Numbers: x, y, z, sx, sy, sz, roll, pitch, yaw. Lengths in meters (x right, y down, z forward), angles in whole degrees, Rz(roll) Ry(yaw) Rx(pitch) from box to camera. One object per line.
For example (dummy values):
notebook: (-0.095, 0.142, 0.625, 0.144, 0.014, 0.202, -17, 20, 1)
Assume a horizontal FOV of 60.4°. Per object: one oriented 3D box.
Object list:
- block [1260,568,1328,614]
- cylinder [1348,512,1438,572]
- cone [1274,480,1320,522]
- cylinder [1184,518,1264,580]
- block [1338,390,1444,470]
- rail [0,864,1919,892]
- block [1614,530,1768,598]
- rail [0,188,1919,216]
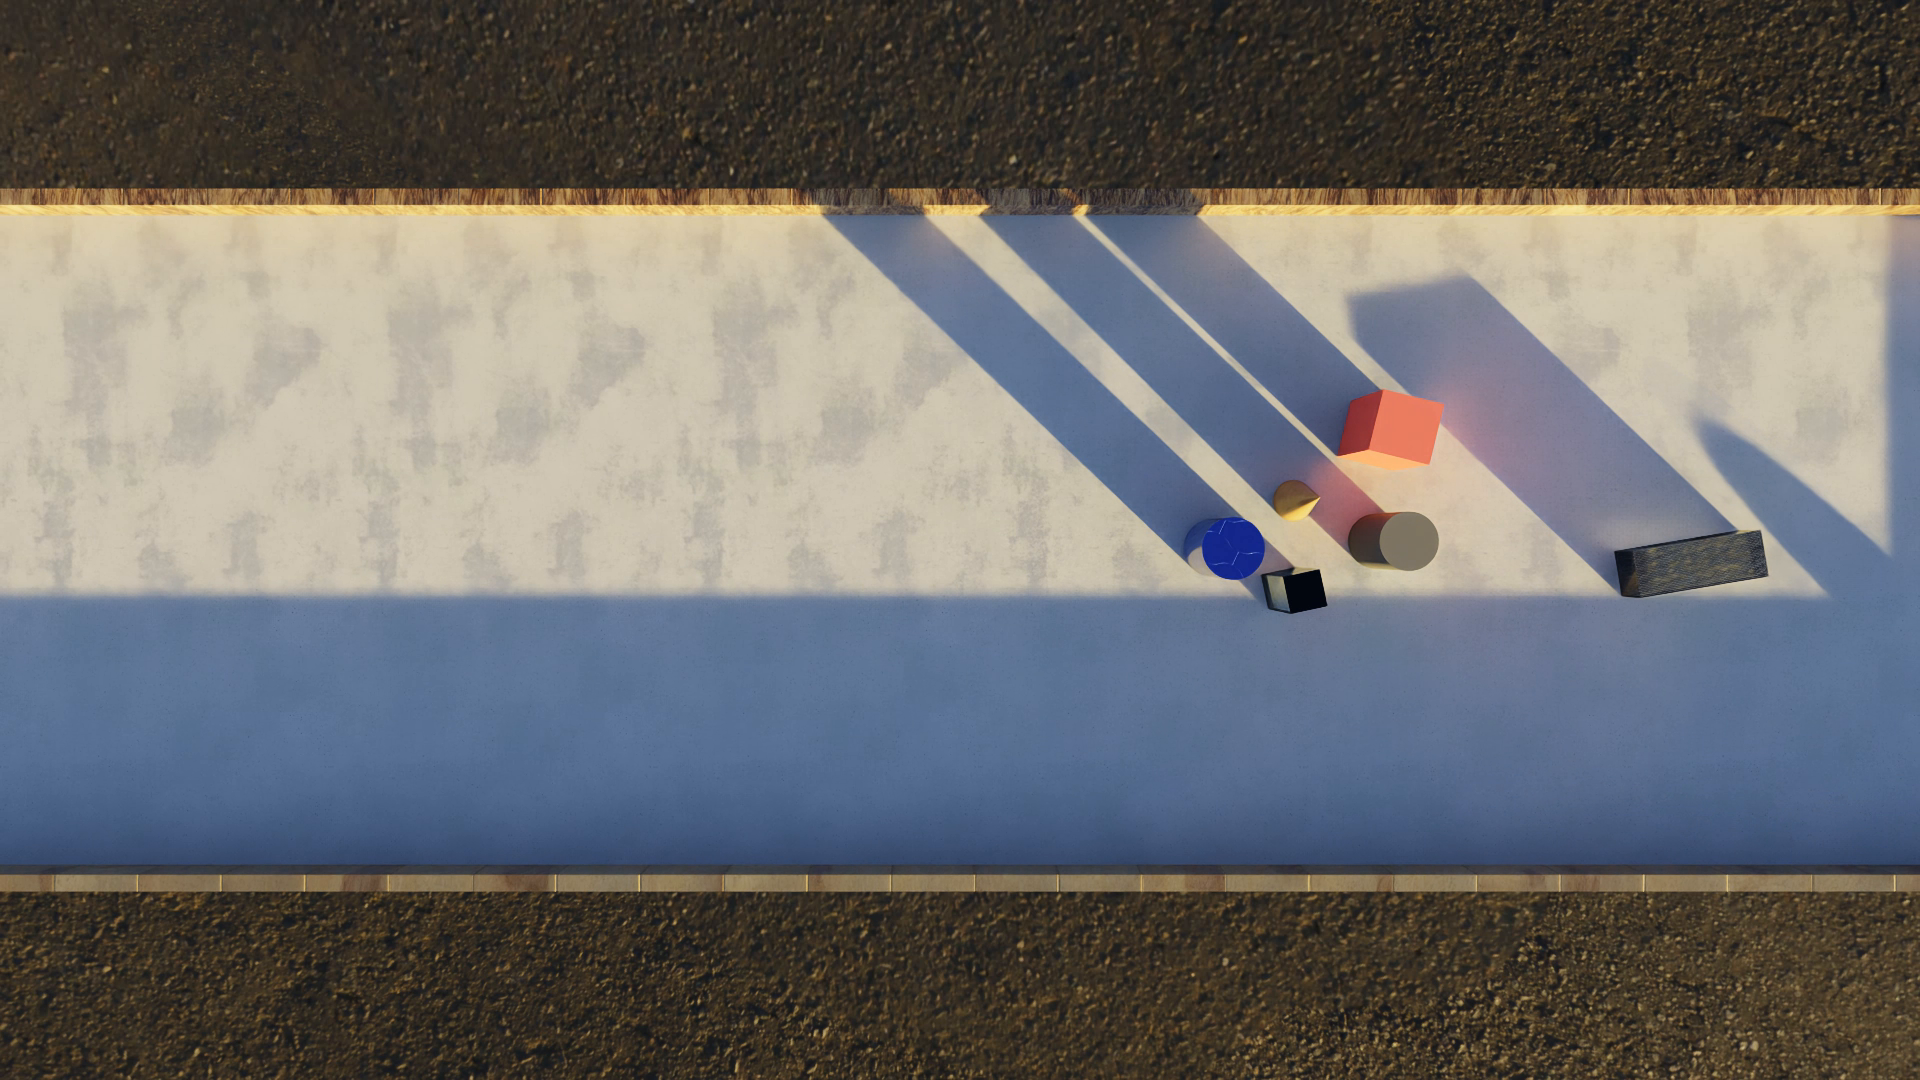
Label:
block: (0.990, 0.148, 4.904, 0.109, 0.345, 0.109, -12, 90, 0)
cylinder: (1.279, 0.004, 4.886, 0.170, 0.381, 0.170, 0, 90, 0)
cone: (1.027, -0.121, 4.888, 0.127, 0.376, 0.127, 0, 90, 0)
cylinder: (0.778, 0.024, 4.883, 0.179, 0.387, 0.179, 0, 90, 0)
block: (1.268, -0.321, 4.880, 0.178, 0.393, 0.178, 14, 90, 0)
rail: (-2.247, 1.025, 5.001, 12.000, 0.150, 0.050, 0, 90, 0)
block: (2.217, 0.072, 5.006, 0.389, 0.142, 0.142, -10, 90, 0)
rail: (-2.247, -1.025, 5.002, 12.000, 0.150, 0.050, 0, 90, 0)
